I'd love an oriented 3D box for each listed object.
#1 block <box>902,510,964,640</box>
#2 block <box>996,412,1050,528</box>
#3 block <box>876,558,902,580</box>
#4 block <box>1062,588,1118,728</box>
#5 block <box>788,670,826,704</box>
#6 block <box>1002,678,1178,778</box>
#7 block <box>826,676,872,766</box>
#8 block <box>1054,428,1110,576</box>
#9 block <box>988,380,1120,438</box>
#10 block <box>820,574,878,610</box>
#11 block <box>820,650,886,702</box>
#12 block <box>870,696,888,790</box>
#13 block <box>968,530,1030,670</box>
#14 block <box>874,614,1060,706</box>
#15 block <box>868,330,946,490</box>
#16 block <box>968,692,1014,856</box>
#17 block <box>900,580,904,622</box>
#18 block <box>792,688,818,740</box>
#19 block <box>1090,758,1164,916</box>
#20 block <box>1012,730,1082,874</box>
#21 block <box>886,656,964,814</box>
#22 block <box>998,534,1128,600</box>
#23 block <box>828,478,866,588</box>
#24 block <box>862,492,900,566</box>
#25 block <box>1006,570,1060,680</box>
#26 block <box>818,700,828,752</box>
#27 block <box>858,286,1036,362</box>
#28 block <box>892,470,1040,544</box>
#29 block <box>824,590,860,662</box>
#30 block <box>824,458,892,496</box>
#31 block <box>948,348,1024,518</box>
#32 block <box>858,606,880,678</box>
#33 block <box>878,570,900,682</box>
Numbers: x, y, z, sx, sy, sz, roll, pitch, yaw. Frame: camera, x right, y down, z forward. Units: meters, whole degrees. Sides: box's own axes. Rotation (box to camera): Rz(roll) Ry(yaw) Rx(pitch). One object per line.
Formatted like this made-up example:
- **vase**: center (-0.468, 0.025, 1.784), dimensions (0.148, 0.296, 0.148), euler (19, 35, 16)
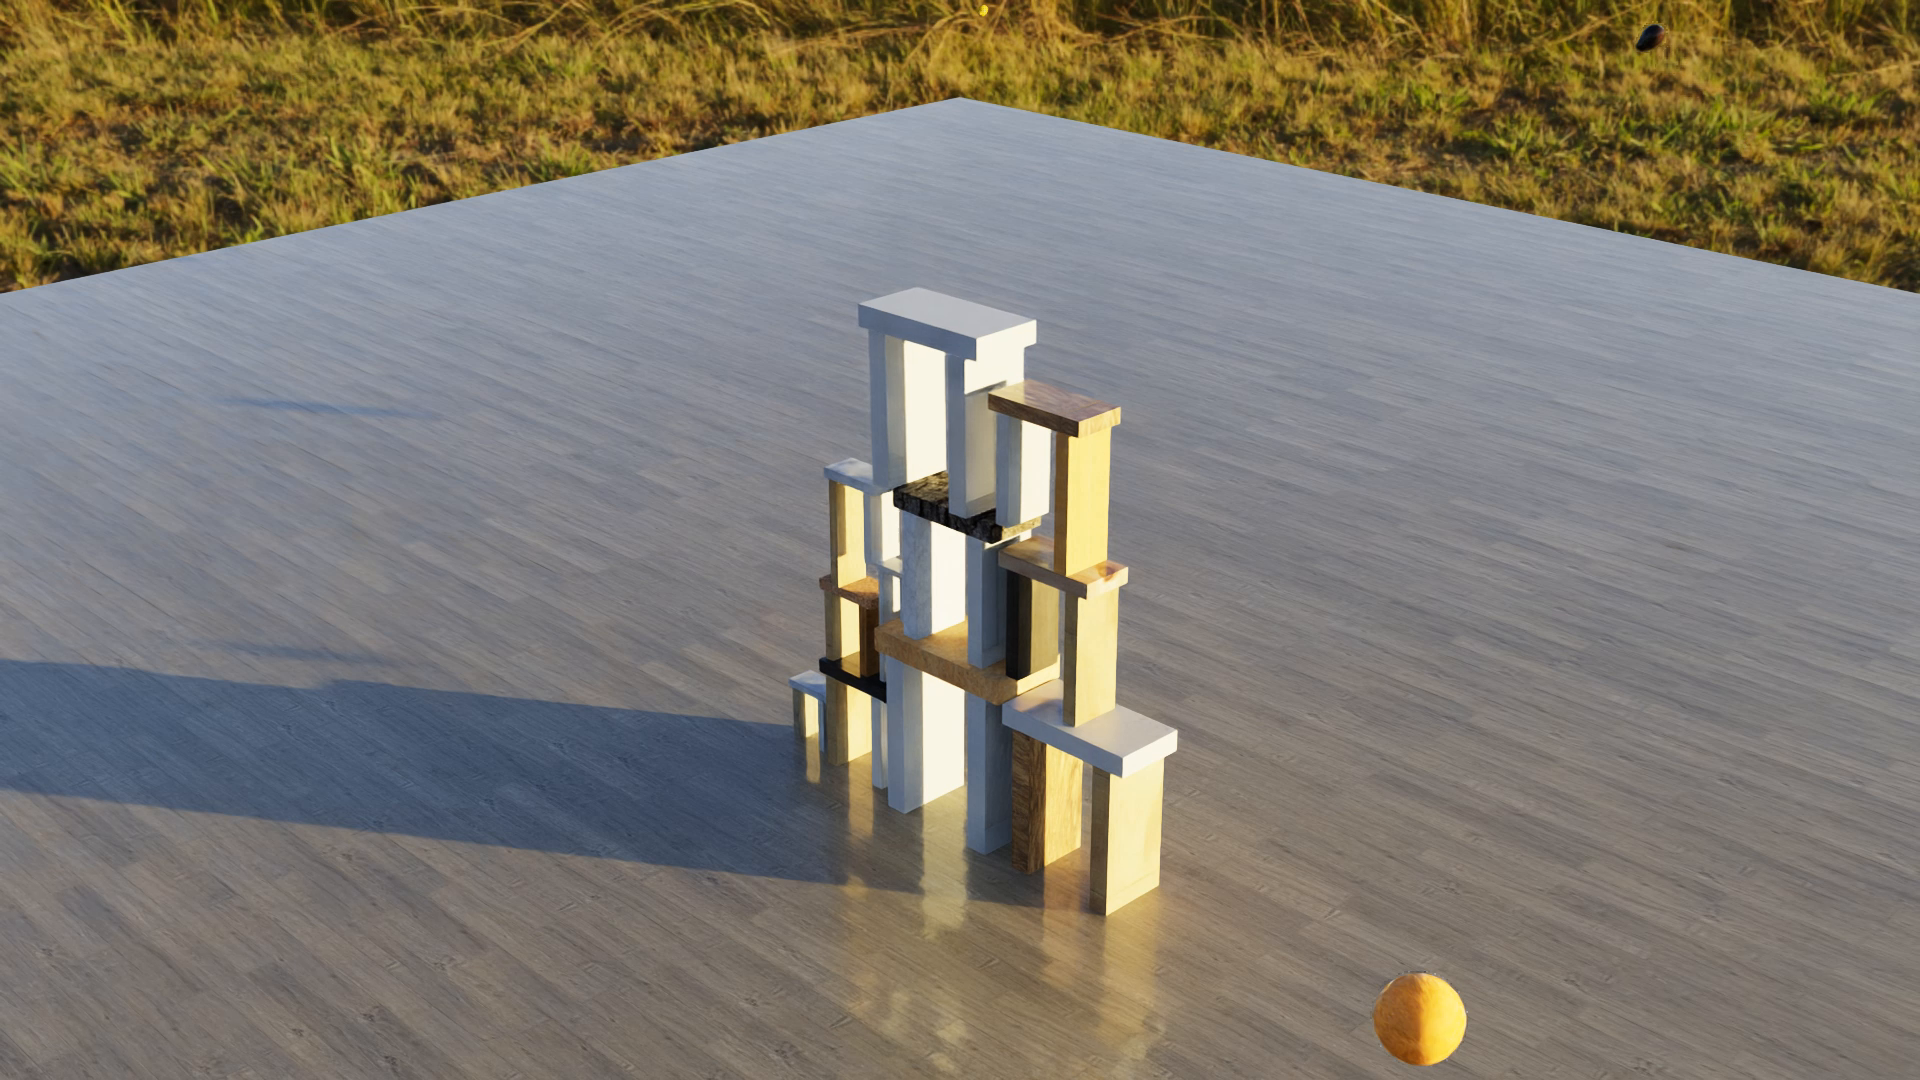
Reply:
- **block**: center (-0.051, 0.051, 4.303), dimensions (0.038, 0.266, 0.133), euler (21, 31, 41)
- **block**: center (0.116, -0.141, 4.040), dimensions (0.110, 0.220, 0.031), euler (-21, 31, -41)
- **block**: center (-0.120, 0.058, 4.376), dimensions (0.092, 0.013, 0.046), euler (21, 31, 41)
- **block**: center (0.241, 0.205, 4.055), dimensions (0.031, 0.265, 0.110), euler (21, 31, 41)
- **block**: center (-0.303, 0.313, 4.693), dimensions (0.121, 0.017, 0.060), euler (21, 31, 41)
- **block**: center (0.240, 0.349, 4.109), dimensions (0.302, 0.043, 0.151), euler (21, 31, 41)
- **block**: center (-0.233, 0.365, 4.638), dimensions (0.029, 0.206, 0.103), euler (21, 31, 41)
- **block**: center (0.219, -0.078, 3.955), dimensions (0.031, 0.271, 0.110), euler (21, 31, 40)
- **block**: center (0.168, -0.236, 3.943), dimensions (0.220, 0.031, 0.110), euler (21, 31, 40)
- **block**: center (-0.207, 0.099, 4.498), dimensions (0.156, 0.022, 0.078), euler (21, 31, 41)
- **block**: center (-0.184, 0.275, 4.547), dimensions (0.206, 0.029, 0.103), euler (21, 31, 41)
- **block**: center (-0.135, 0.403, 4.548), dimensions (0.029, 0.206, 0.103), euler (21, 31, 41)
- **block**: center (0.075, 0.100, 4.188), dimensions (0.038, 0.265, 0.133), euler (21, 31, 41)
- **block**: center (0.011, 0.220, 4.308), dimensions (0.341, 0.048, 0.171), euler (21, 31, 41)
- **block**: center (-0.100, -0.266, 4.219), dimensions (0.044, 0.310, 0.155), euler (20, 30, 41)
- **block**: center (0.092, 0.430, 4.310), dimensions (0.048, 0.341, 0.171), euler (21, 31, 41)
- **block**: center (-0.099, 0.115, 4.376), dimensions (0.013, 0.092, 0.046), euler (21, 31, 41)
- **block**: center (-0.331, 0.365, 4.746), dimensions (0.017, 0.121, 0.060), euler (21, 31, 41)
- **block**: center (0.311, 0.536, 4.111), dimensions (0.043, 0.302, 0.151), euler (21, 31, 41)
- **block**: center (0.169, 0.480, 4.242), dimensions (0.043, 0.302, 0.151), euler (21, 31, 41)
- **block**: center (-0.069, 0.368, 4.458), dimensions (0.048, 0.341, 0.171), euler (21, 31, 41)
- **block**: center (0.189, 0.049, 4.045), dimensions (0.220, 0.031, 0.110), euler (21, 31, 40)
- **block**: center (-0.228, -0.023, 4.460), dimensions (0.021, 0.232, 0.076), euler (21, 31, 41)
- **block**: center (-0.157, -0.033, 4.379), dimensions (0.076, 0.151, 0.021), euler (-21, 30, -40)
- **block**: center (0.137, 0.144, 4.142), dimensions (0.031, 0.220, 0.110), euler (21, 31, 41)
- **block**: center (-0.274, 0.387, 4.693), dimensions (0.017, 0.121, 0.060), euler (21, 31, 41)
- **block**: center (-0.026, -0.403, 4.085), dimensions (0.310, 0.044, 0.155), euler (21, 31, 40)
- **block**: center (0.012, -0.064, 4.186), dimensions (0.265, 0.038, 0.133), euler (21, 31, 41)
- **block**: center (-0.243, 0.167, 4.566), dimensions (0.022, 0.156, 0.078), euler (21, 31, 41)
- **block**: center (-0.193, -0.126, 4.377), dimensions (0.151, 0.021, 0.076), euler (21, 31, 41)
- **block**: center (0.048, -0.210, 4.084), dimensions (0.044, 0.311, 0.155), euler (20, 30, 40)
- **block**: center (-0.170, 0.195, 4.498), dimensions (0.022, 0.156, 0.078), euler (21, 31, 41)
- **block**: center (-0.142, 0.169, 4.446), dimensions (0.046, 0.246, 0.013), euler (-21, 31, -41)
